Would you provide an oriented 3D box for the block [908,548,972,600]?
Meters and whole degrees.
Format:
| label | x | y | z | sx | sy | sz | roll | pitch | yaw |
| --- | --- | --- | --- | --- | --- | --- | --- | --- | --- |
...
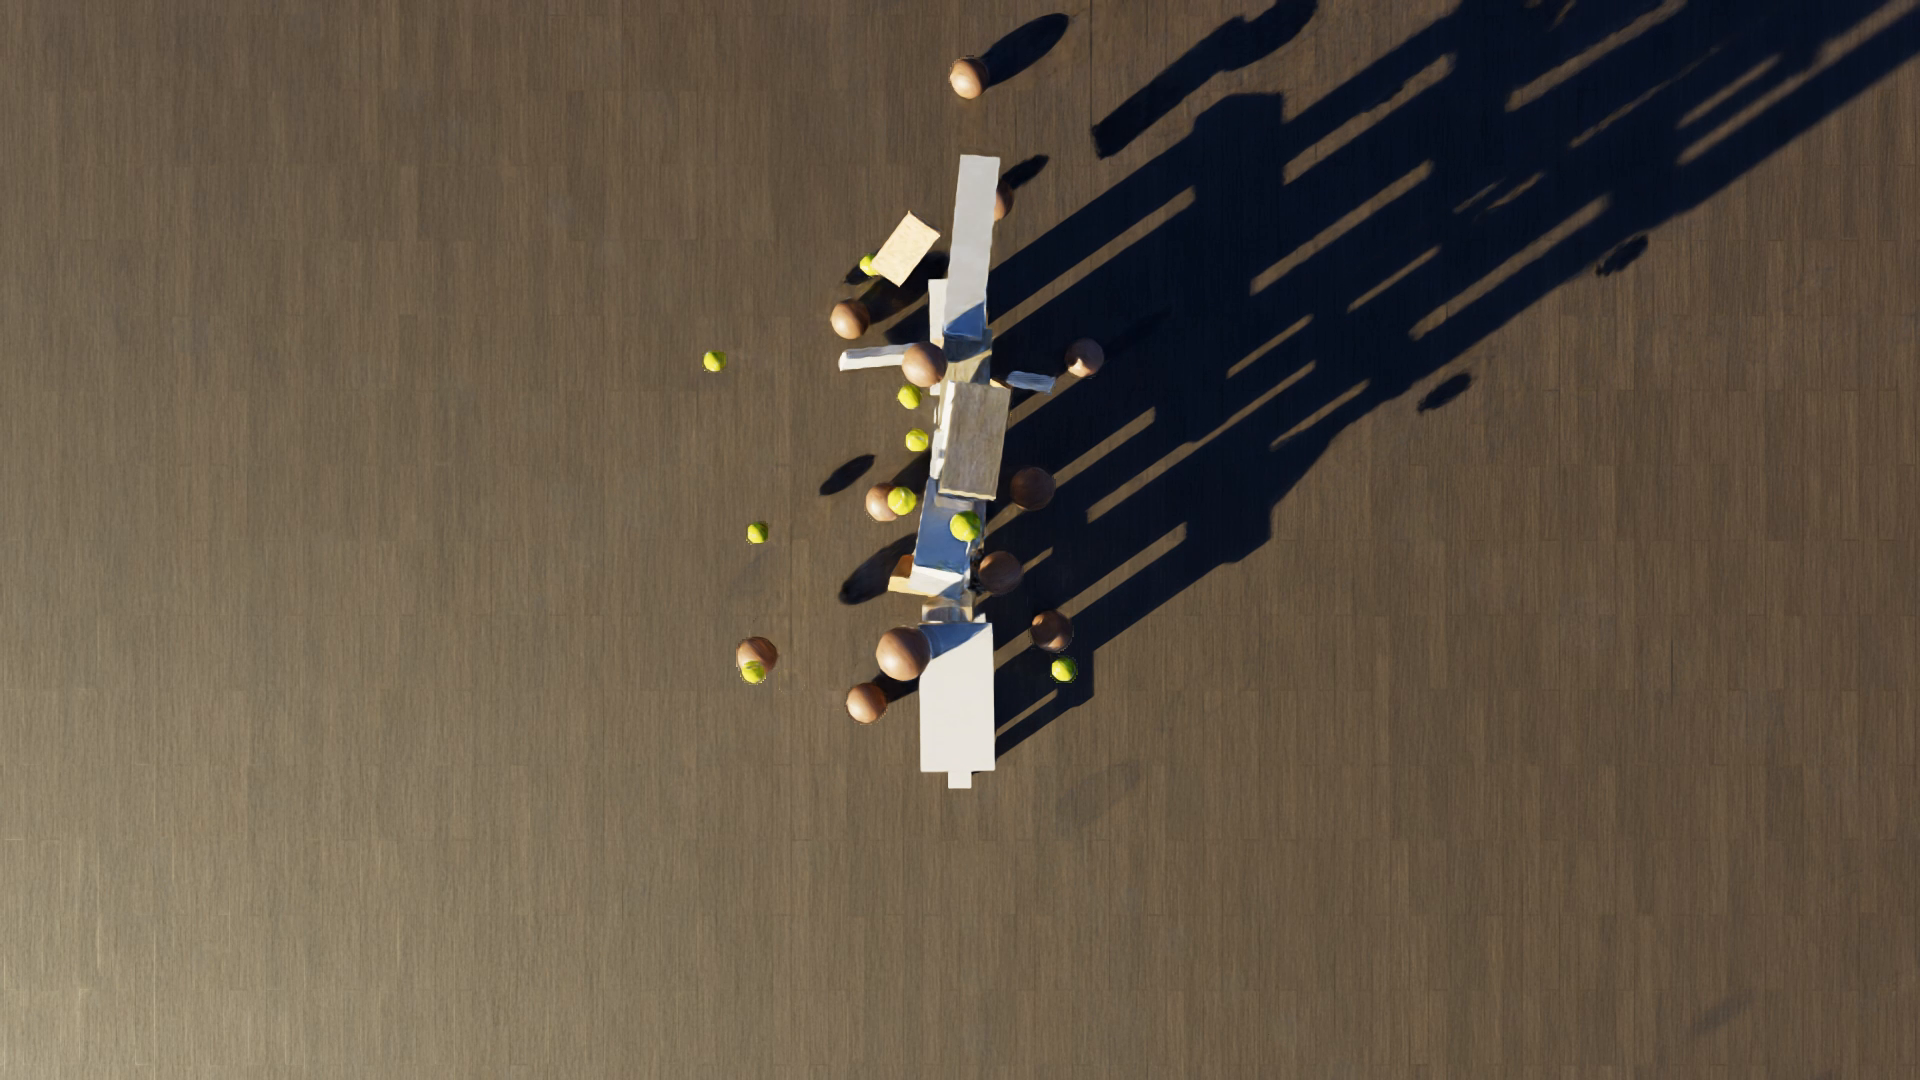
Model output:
| label | x | y | z | sx | sy | sz | roll | pitch | yaw |
| --- | --- | --- | --- | --- | --- | --- | --- | --- | --- |
| block | -0.035 | 0.009 | 4.150 | 0.132 | 0.037 | 0.264 | 14 | 90 | -1 |

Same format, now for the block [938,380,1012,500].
| label | x | y | z | sx | sy | sz | roll | pitch | yaw |
| --- | --- | --- | --- | --- | --- | --- | --- | --- | --- |
| block | 0.036 | -0.237 | 3.915 | 0.134 | 0.038 | 0.267 | 9 | 78 | -2 |

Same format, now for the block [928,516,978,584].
| label | x | y | z | sx | sy | sz | roll | pitch | yaw |
| --- | --- | --- | --- | --- | --- | --- | --- | --- | --- |
| block | -0.038 | 0.011 | 4.028 | 0.117 | 0.235 | 0.033 | 17 | 52 | -1 |

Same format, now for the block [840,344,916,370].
| label | x | y | z | sx | sy | sz | roll | pitch | yaw |
| --- | --- | --- | --- | --- | --- | --- | --- | --- | --- |
| block | -0.272 | -0.602 | 5.413 | 0.230 | 0.115 | 0.033 | -7 | 81 | -14 |

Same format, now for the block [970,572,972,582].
| label | x | y | z | sx | sy | sz | roll | pitch | yaw |
| --- | --- | --- | --- | --- | --- | --- | --- | --- | --- |
| block | -0.005 | 0.115 | 5.090 | 0.079 | 0.158 | 0.022 | -1 | 90 | 1 |

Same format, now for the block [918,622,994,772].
| label | x | y | z | sx | sy | sz | roll | pitch | yaw |
| --- | --- | --- | --- | --- | --- | --- | --- | --- | --- |
| block | -0.008 | 0.377 | 3.980 | 0.177 | 0.050 | 0.354 | -1 | 90 | 0 |

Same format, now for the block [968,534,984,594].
| label | x | y | z | sx | sy | sz | roll | pitch | yaw |
| --- | --- | --- | --- | --- | --- | --- | --- | --- | --- |
| block | 0.002 | 0.021 | 5.190 | 0.145 | 0.041 | 0.290 | 0 | 90 | 0 |

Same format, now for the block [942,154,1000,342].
| label | x | y | z | sx | sy | sz | roll | pitch | yaw |
| --- | --- | --- | --- | --- | --- | --- | --- | --- | --- |
| block | 0.033 | -0.856 | 4.815 | 0.115 | 0.033 | 0.562 | 6 | 77 | 1 |

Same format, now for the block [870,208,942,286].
| label | x | y | z | sx | sy | sz | roll | pitch | yaw |
| --- | --- | --- | --- | --- | --- | --- | --- | --- | --- |
| block | -0.170 | -0.910 | 5.146 | 0.115 | 0.033 | 0.230 | 33 | 126 | -14 |

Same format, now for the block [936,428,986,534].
| label | x | y | z | sx | sy | sz | roll | pitch | yaw |
| --- | --- | --- | --- | --- | --- | --- | --- | --- | --- |
| block | 0.003 | -0.171 | 4.816 | 0.151 | 0.043 | 0.301 | 1 | 90 | 0 |

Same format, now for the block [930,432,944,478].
| label | x | y | z | sx | sy | sz | roll | pitch | yaw |
| --- | --- | --- | --- | --- | --- | --- | --- | --- | --- |
| block | -0.011 | -0.133 | 4.458 | 0.151 | 0.043 | 0.302 | 6 | 87 | -1 |

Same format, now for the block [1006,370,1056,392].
| label | x | y | z | sx | sy | sz | roll | pitch | yaw |
| --- | --- | --- | --- | --- | --- | --- | --- | --- | --- |
| block | 0.225 | -0.505 | 5.247 | 0.142 | 0.071 | 0.020 | 10 | 124 | 14 |

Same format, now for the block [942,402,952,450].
| label | x | y | z | sx | sy | sz | roll | pitch | yaw |
| --- | --- | --- | --- | --- | --- | --- | --- | --- | --- |
| block | 0.026 | -0.238 | 4.162 | 0.134 | 0.419 | 0.038 | 23 | 68 | 4 |

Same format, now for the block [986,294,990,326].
| label | x | y | z | sx | sy | sz | roll | pitch | yaw |
| --- | --- | --- | --- | --- | --- | --- | --- | --- | --- |
| block | 0.003 | -0.742 | 5.323 | 0.176 | 0.353 | 0.050 | 2 | 90 | 0 |

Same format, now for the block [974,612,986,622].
| label | x | y | z | sx | sy | sz | roll | pitch | yaw |
| --- | --- | --- | --- | --- | --- | --- | --- | --- | --- |
| block | -0.006 | 0.355 | 4.579 | 0.153 | 0.043 | 0.306 | 0 | 90 | 0 |

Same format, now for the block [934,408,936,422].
| label | x | y | z | sx | sy | sz | roll | pitch | yaw |
| --- | --- | --- | --- | --- | --- | --- | --- | --- | --- |
| block | 0.000 | -0.392 | 5.342 | 0.158 | 0.316 | 0.045 | 0 | 90 | 0 |

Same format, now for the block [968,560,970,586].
| label | x | y | z | sx | sy | sz | roll | pitch | yaw |
| --- | --- | --- | --- | --- | --- | --- | --- | --- | --- |
| block | -0.007 | 0.062 | 5.000 | 0.079 | 0.022 | 0.158 | 0 | 90 | 1 |

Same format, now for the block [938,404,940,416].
| label | x | y | z | sx | sy | sz | roll | pitch | yaw |
| --- | --- | --- | --- | --- | --- | --- | --- | --- | --- |
| block | 0.004 | -0.376 | 4.977 | 0.141 | 0.324 | 0.040 | 0 | 90 | 0 |

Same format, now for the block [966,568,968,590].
| label | x | y | z | sx | sy | sz | roll | pitch | yaw |
| --- | --- | --- | --- | --- | --- | --- | --- | --- | --- |
| block | -0.011 | 0.130 | 4.830 | 0.070 | 0.020 | 0.140 | -1 | 90 | 2 |

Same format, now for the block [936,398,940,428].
| label | x | y | z | sx | sy | sz | roll | pitch | yaw |
| --- | --- | --- | --- | --- | --- | --- | --- | --- | --- |
| block | 0.004 | -0.286 | 5.162 | 0.158 | 0.045 | 0.316 | 1 | 90 | 0 |

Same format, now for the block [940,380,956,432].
| label | x | y | z | sx | sy | sz | roll | pitch | yaw |
| --- | --- | --- | --- | --- | --- | --- | --- | --- | --- |
| block | -0.024 | -0.380 | 4.724 | 0.020 | 0.071 | 0.142 | 3 | 106 | -21 |

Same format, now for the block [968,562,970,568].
| label | x | y | z | sx | sy | sz | roll | pitch | yaw |
| --- | --- | --- | --- | --- | --- | --- | --- | --- | --- |
| block | -0.010 | 0.078 | 4.914 | 0.070 | 0.148 | 0.020 | 0 | 92 | 2 |

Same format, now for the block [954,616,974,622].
| label | x | y | z | sx | sy | sz | roll | pitch | yaw |
| --- | --- | --- | --- | --- | --- | --- | --- | --- | --- |
| block | -0.005 | 0.269 | 4.371 | 0.087 | 0.025 | 0.174 | -1 | 90 | 0 |

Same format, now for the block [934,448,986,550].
| label | x | y | z | sx | sy | sz | roll | pitch | yaw |
| --- | --- | --- | --- | --- | --- | --- | --- | --- | --- |
| block | -0.003 | -0.097 | 4.030 | 0.134 | 0.038 | 0.267 | 8 | 131 | -1 |

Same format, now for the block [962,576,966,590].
| label | x | y | z | sx | sy | sz | roll | pitch | yaw |
| --- | --- | --- | --- | --- | --- | --- | --- | --- | --- |
| block | -0.011 | 0.119 | 4.694 | 0.059 | 0.017 | 0.118 | -1 | 90 | 2 |

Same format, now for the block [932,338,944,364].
| label | x | y | z | sx | sy | sz | roll | pitch | yaw |
| --- | --- | --- | --- | --- | --- | --- | --- | --- | --- |
| block | -0.012 | -0.568 | 4.956 | 0.141 | 0.282 | 0.040 | -1 | 90 | 0 |

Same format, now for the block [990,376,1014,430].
| label | x | y | z | sx | sy | sz | roll | pitch | yaw |
| --- | --- | --- | --- | --- | --- | --- | --- | --- | --- |
| block | 0.111 | -0.388 | 4.717 | 0.071 | 0.020 | 0.142 | 33 | 133 | 33 |

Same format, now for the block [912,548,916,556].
| label | x | y | z | sx | sy | sz | roll | pitch | yaw |
| --- | --- | --- | --- | --- | --- | --- | --- | --- | --- |
| block | -0.112 | 0.048 | 4.710 | 0.049 | 0.014 | 0.098 | 19 | 82 | 27 |

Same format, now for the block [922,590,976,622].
| label | x | y | z | sx | sy | sz | roll | pitch | yaw |
| --- | --- | --- | --- | --- | --- | --- | --- | --- | --- |
| block | -0.022 | 0.167 | 4.289 | 0.117 | 0.793 | 0.033 | -1 | 91 | 1 |

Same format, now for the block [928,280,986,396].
| label | x | y | z | sx | sy | sz | roll | pitch | yaw |
| --- | --- | --- | --- | --- | --- | --- | --- | --- | --- |
| block | -0.006 | -0.629 | 5.122 | 0.176 | 0.050 | 0.353 | -1 | 90 | 0 |

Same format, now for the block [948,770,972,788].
| label | x | y | z | sx | sy | sz | roll | pitch | yaw |
| --- | --- | --- | --- | --- | --- | --- | --- | --- | --- |
| block | 0.000 | 0.729 | 5.344 | 0.073 | 0.021 | 0.146 | 0 | 90 | 0 |

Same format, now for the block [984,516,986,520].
| label | x | y | z | sx | sy | sz | roll | pitch | yaw |
| --- | --- | --- | --- | --- | --- | --- | --- | --- | --- |
| block | -0.020 | -0.041 | 4.634 | 0.151 | 0.322 | 0.043 | 25 | 106 | 0 |

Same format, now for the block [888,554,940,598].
| label | x | y | z | sx | sy | sz | roll | pitch | yaw |
| --- | --- | --- | --- | --- | --- | --- | --- | --- | --- |
| block | -0.107 | 0.093 | 4.429 | 0.132 | 0.516 | 0.037 | 8 | 96 | 1 |

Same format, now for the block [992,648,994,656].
| label | x | y | z | sx | sy | sz | roll | pitch | yaw |
| --- | --- | --- | --- | --- | --- | --- | --- | --- | --- |
| block | -0.008 | 0.260 | 4.182 | 0.177 | 0.354 | 0.050 | 0 | 90 | 0 |

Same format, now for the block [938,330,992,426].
| label | x | y | z | sx | sy | sz | roll | pitch | yaw |
| --- | --- | --- | --- | --- | --- | --- | --- | --- | --- |
| block | 0.016 | -0.472 | 4.795 | 0.141 | 0.040 | 0.282 | 3 | 90 | 0 |

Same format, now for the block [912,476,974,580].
| label | x | y | z | sx | sy | sz | roll | pitch | yaw |
| --- | --- | --- | --- | --- | --- | --- | --- | --- | --- |
| block | -0.037 | -0.028 | 3.896 | 0.117 | 0.033 | 0.235 | 11 | 64 | -4 |
